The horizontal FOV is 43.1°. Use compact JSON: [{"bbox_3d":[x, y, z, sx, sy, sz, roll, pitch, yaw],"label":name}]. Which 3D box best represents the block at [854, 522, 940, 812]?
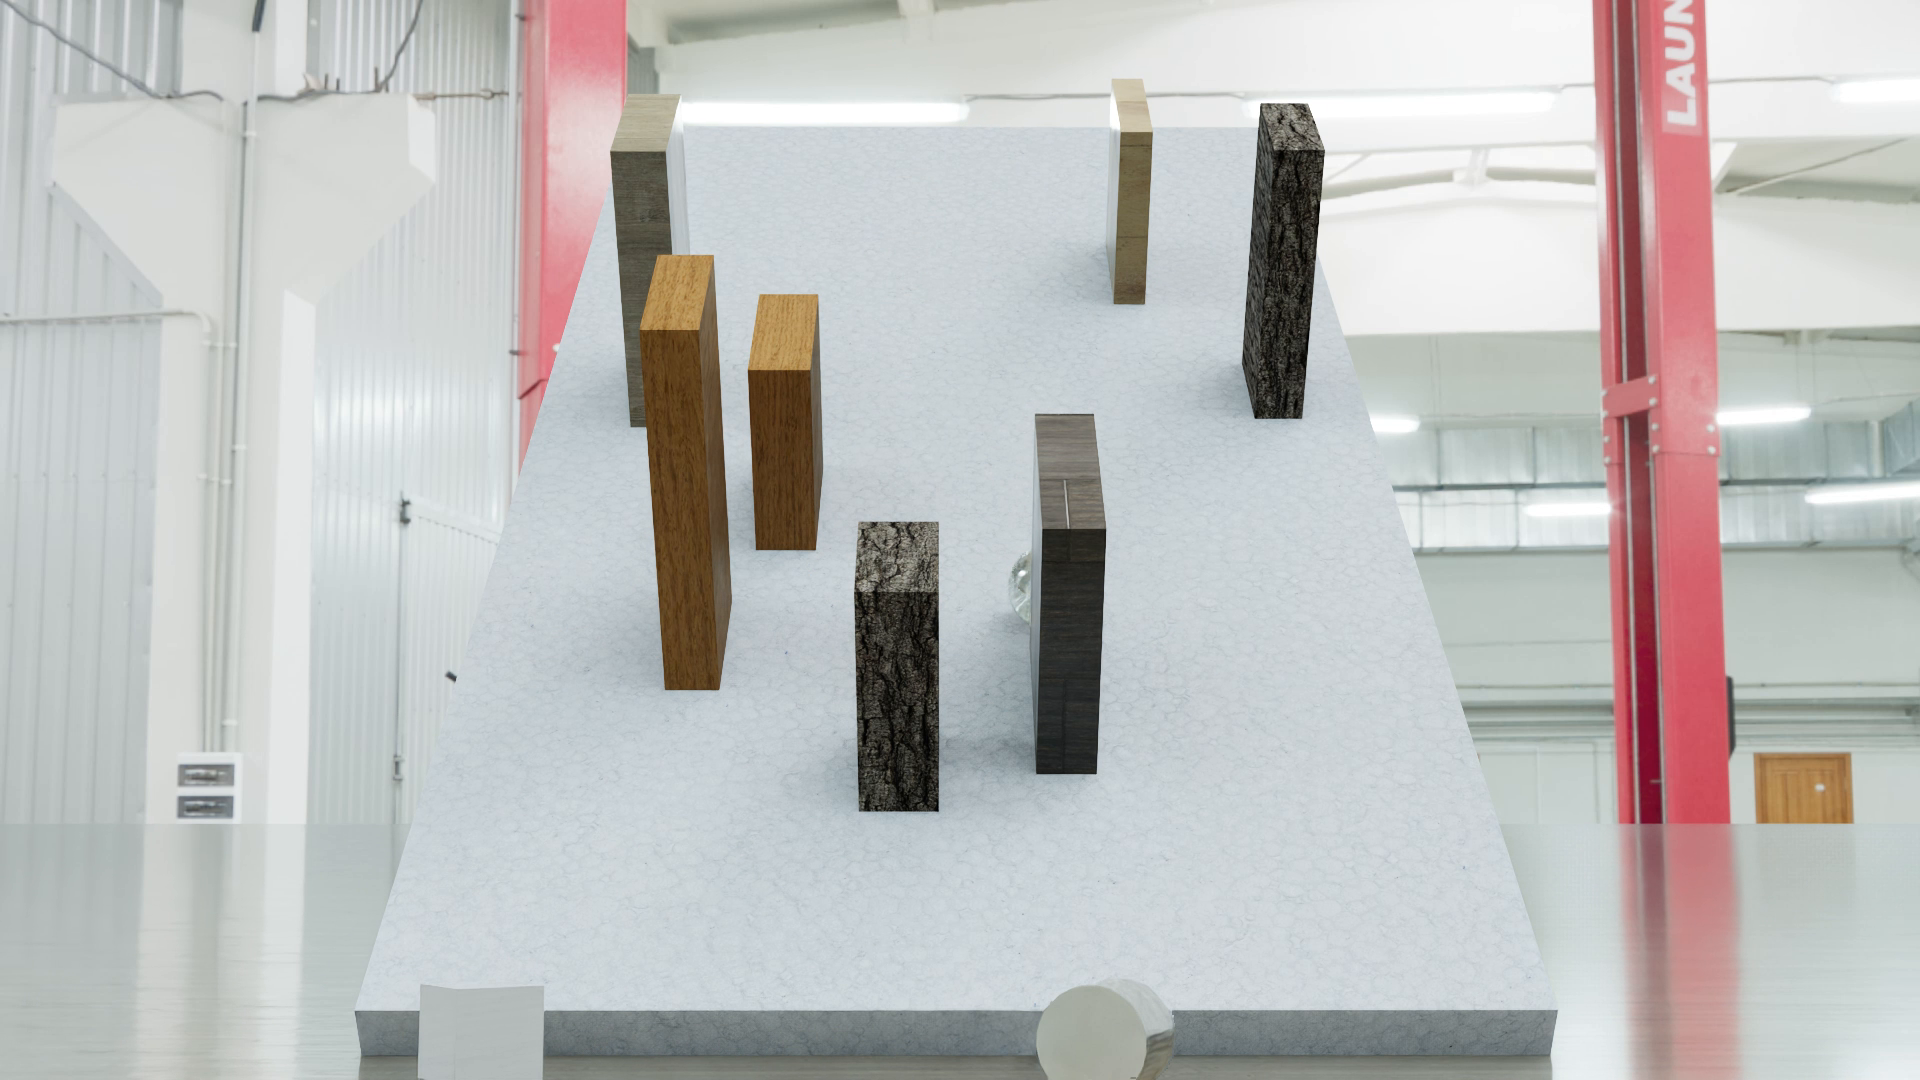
[{"bbox_3d":[-0.113,0.234,4.480,0.148,0.481,0.243,0,31,0],"label":"block"}]

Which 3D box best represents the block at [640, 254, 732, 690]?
[{"bbox_3d":[-0.533,-0.127,4.776,0.108,0.795,0.332,0,31,0],"label":"block"}]

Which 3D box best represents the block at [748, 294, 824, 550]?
[{"bbox_3d":[-0.380,-0.262,5.348,0.131,0.440,0.372,0,31,0],"label":"block"}]

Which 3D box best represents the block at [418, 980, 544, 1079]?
[{"bbox_3d":[-0.735,0.754,3.725,0.142,0.142,0.142,4,-8,-34],"label":"block"}]

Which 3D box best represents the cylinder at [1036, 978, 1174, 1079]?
[{"bbox_3d":[0.211,0.719,3.506,0.162,0.162,0.162,-2,-7,18],"label":"cylinder"}]

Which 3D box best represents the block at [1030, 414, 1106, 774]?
[{"bbox_3d":[0.202,0.100,4.650,0.115,0.540,0.439,0,31,0],"label":"block"}]

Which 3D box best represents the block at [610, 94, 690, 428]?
[{"bbox_3d":[-0.722,-0.661,5.761,0.125,0.699,0.361,0,31,0],"label":"block"}]

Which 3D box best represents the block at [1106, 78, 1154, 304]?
[{"bbox_3d":[0.445,-0.923,6.422,0.082,0.480,0.385,0,31,0],"label":"block"}]

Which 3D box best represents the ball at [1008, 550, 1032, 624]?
[{"bbox_3d":[0.187,0.099,5.007,0.175,0.175,0.175,0,-7,0],"label":"ball"}]

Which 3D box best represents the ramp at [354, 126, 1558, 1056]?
[{"bbox_3d":[-0.014,-0.202,5.777,2.000,0.100,4.000,0,31,0],"label":"ramp"}]

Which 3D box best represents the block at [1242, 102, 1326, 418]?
[{"bbox_3d":[0.765,-0.662,5.785,0.115,0.686,0.298,0,31,0],"label":"block"}]
